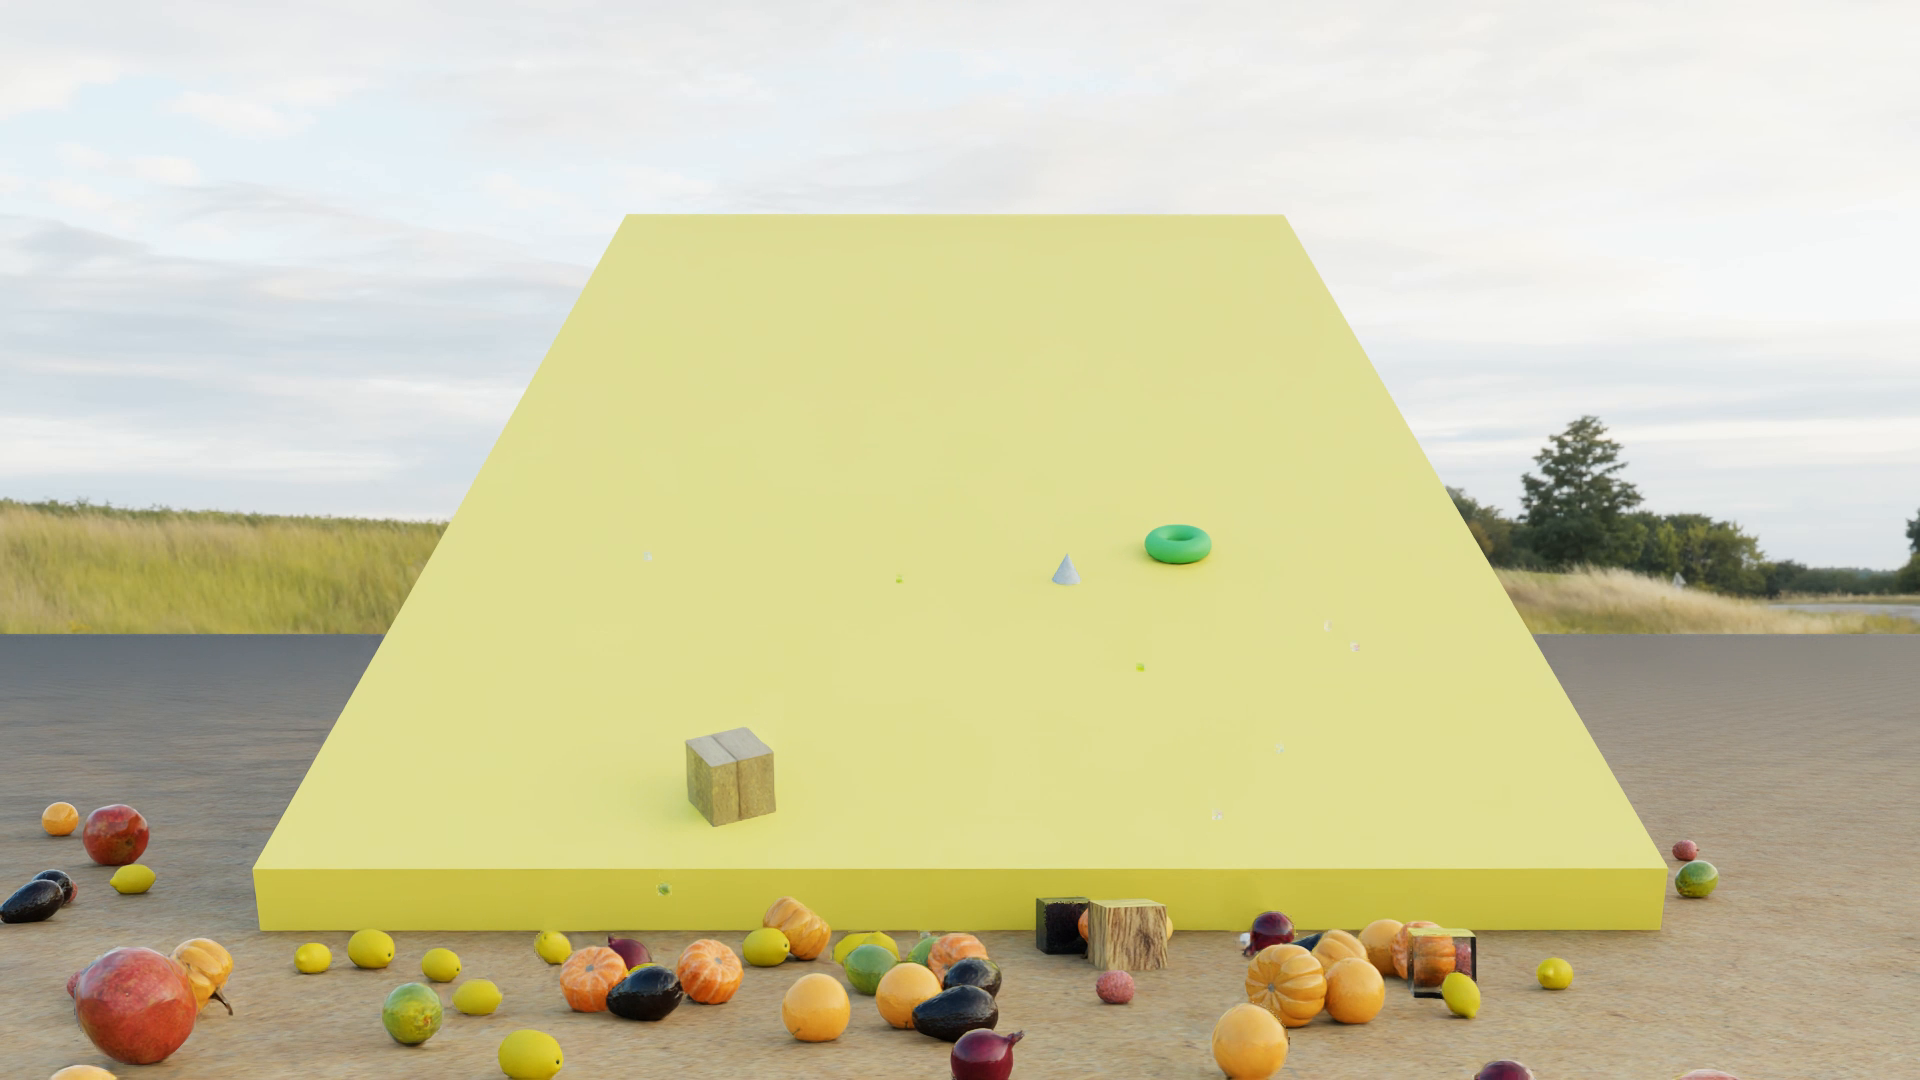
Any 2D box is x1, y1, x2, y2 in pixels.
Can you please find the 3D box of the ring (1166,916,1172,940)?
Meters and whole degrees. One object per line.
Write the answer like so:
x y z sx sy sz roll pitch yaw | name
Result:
0.230 0.532 3.141 0.126 0.042 0.126 1 -3 0 | ring

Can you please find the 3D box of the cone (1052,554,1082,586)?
0.197 0.049 4.220 0.054 0.054 0.054 0 21 0 | cone

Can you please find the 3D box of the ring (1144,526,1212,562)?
0.414 0.007 4.344 0.128 0.043 0.128 -1 22 0 | ring

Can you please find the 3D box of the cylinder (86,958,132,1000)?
-0.961 0.506 2.607 0.052 0.052 0.052 0 -2 0 | cylinder

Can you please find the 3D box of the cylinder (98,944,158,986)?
-0.980 0.509 2.693 0.054 0.054 0.054 2 2 -39 | cylinder

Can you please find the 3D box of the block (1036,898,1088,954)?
0.142 0.516 3.062 0.067 0.067 0.067 0 -2 -11 | block

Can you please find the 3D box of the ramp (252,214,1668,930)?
-0.006 -0.217 5.111 2.000 0.100 4.000 0 21 0 | ramp

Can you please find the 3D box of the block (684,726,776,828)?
-0.340 0.350 3.385 0.099 0.099 0.099 -11 24 -27 | block

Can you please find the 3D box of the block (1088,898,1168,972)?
0.214 0.504 2.924 0.080 0.080 0.080 1 -2 -14 | block

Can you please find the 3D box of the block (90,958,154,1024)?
-0.927 0.499 2.530 0.060 0.060 0.060 1 -2 -26 | block

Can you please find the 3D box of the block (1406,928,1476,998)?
0.569 0.500 2.704 0.072 0.072 0.072 0 -2 5 | block
